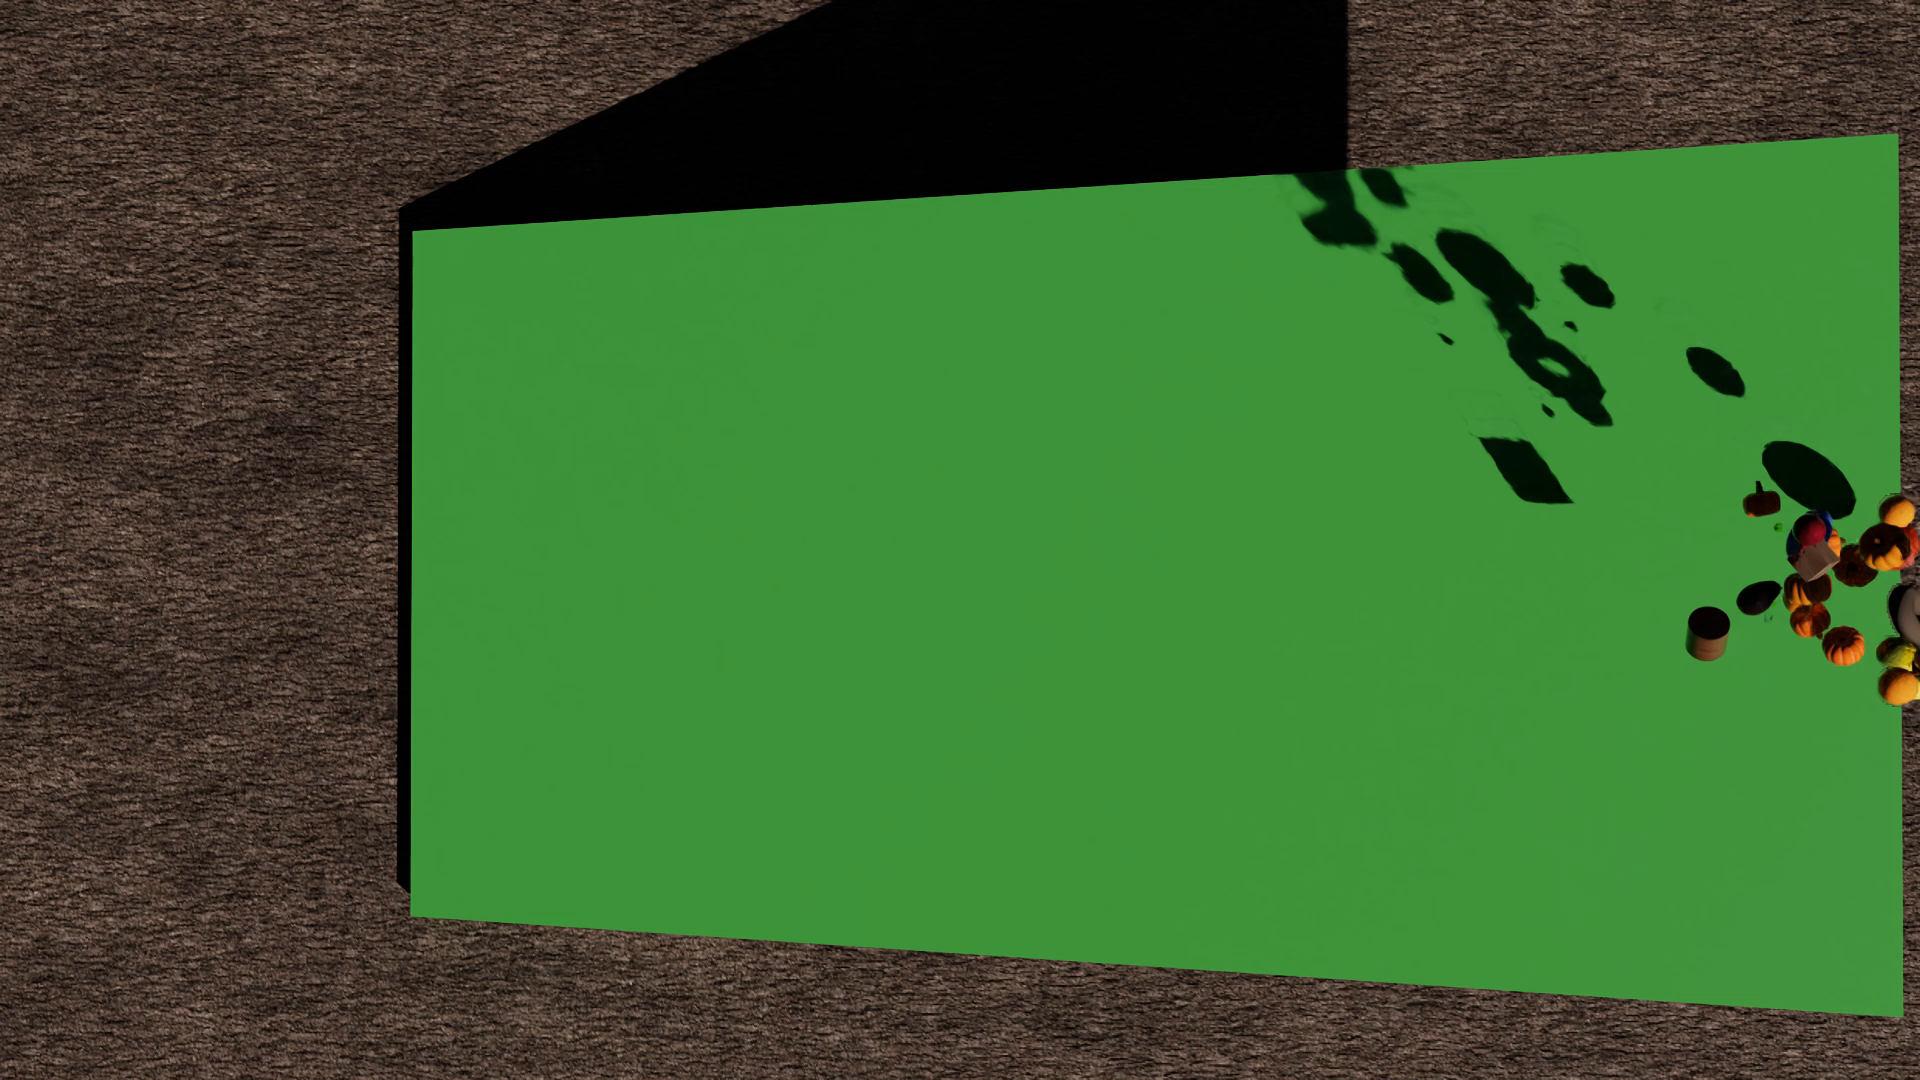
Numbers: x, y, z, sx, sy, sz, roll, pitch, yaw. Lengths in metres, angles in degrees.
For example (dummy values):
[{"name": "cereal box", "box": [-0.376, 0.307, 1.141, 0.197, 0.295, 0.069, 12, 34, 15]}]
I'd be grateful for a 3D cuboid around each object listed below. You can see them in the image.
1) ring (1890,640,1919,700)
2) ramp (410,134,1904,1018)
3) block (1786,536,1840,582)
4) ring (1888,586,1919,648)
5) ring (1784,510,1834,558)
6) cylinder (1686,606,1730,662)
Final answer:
[{"name": "ring", "box": [1.950, 0.262, 4.490, 0.127, 0.042, 0.127, 2, 85, -27]}, {"name": "ramp", "box": [0.282, 0.088, 5.745, 4.000, 0.100, 2.000, 0, 89, 21]}, {"name": "block", "box": [1.625, 0.037, 4.186, 0.057, 0.057, 0.057, -50, 64, 37]}, {"name": "ring", "box": [1.907, 0.155, 4.397, 0.045, 0.135, 0.135, -32, 89, 42]}, {"name": "ring", "box": [1.679, -0.008, 4.346, 0.039, 0.116, 0.116, 32, 89, -12]}, {"name": "cylinder", "box": [1.650, 0.208, 4.854, 0.088, 0.088, 0.088, -6, 53, 8]}]
